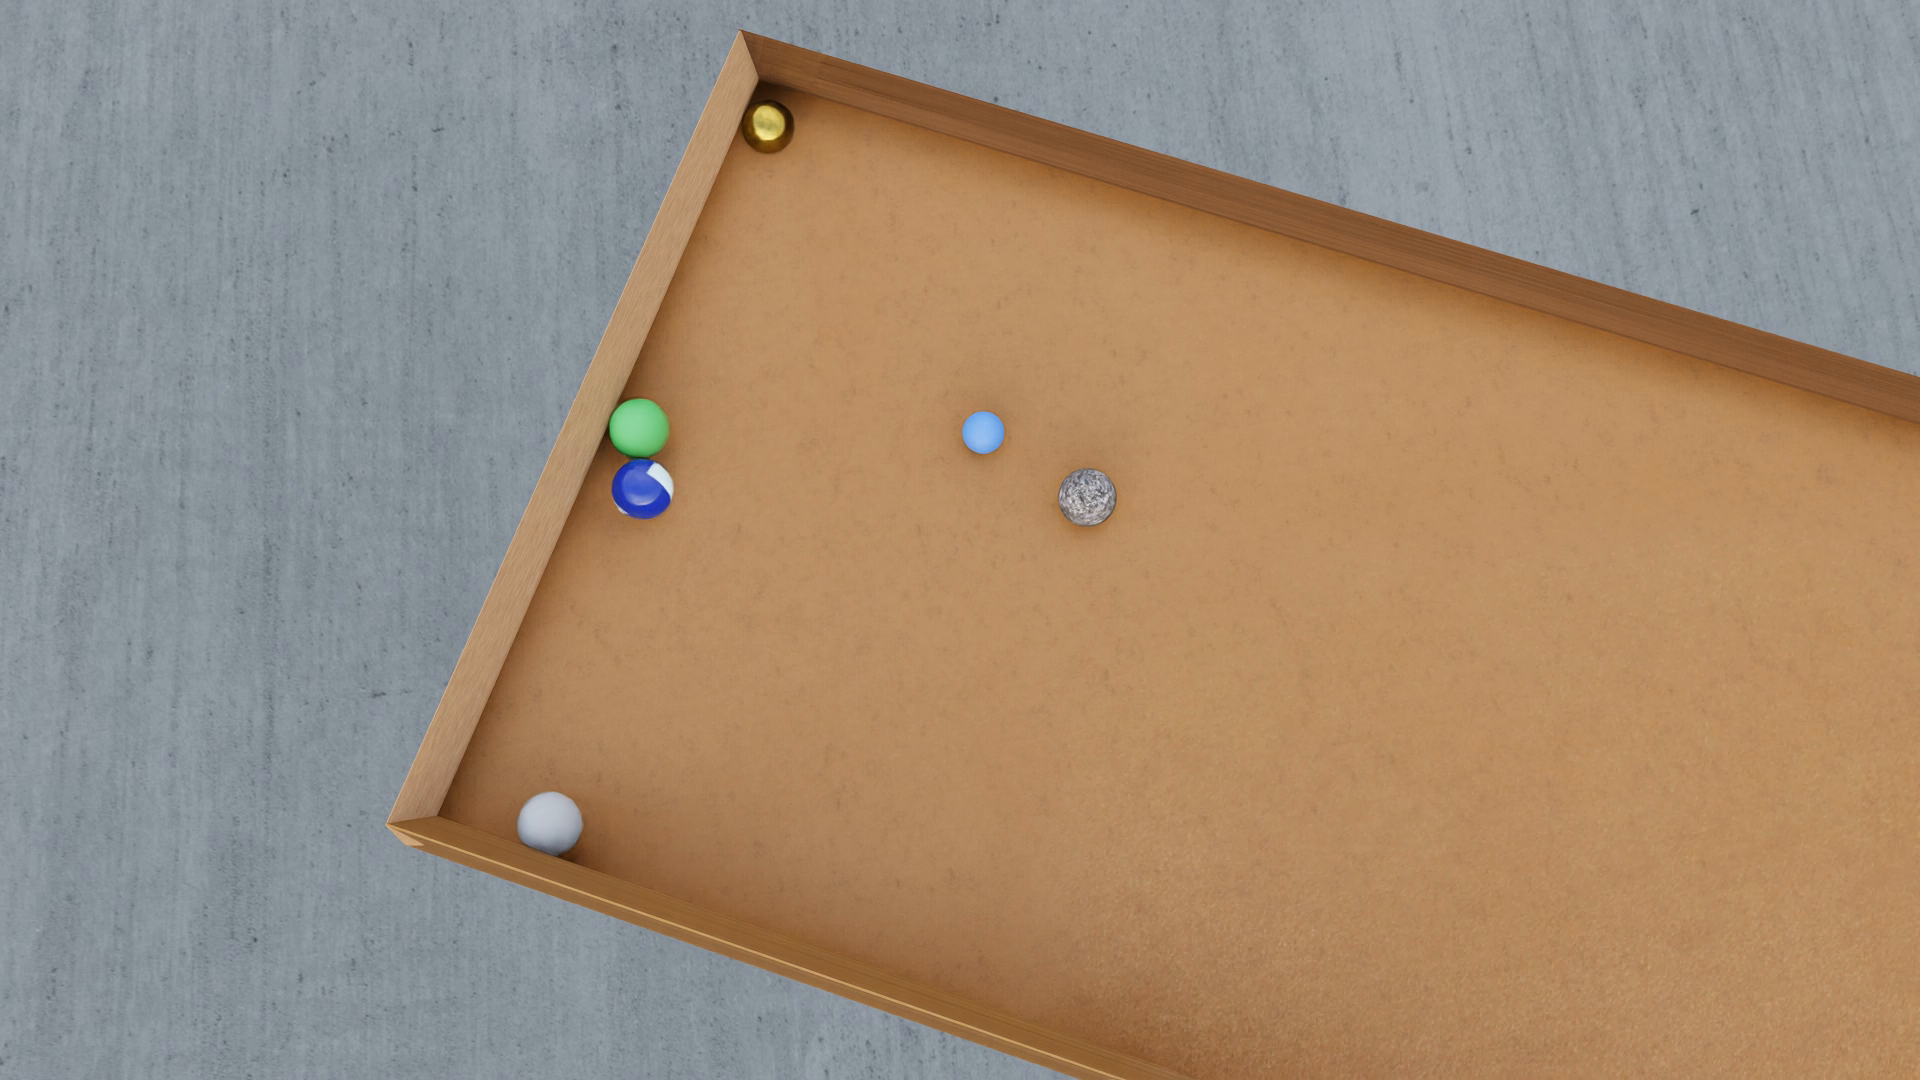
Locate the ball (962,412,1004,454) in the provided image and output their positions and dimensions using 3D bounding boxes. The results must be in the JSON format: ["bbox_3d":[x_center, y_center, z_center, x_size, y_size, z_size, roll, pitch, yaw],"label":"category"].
[{"bbox_3d":[0.038,-0.173,3.532,0.068,0.068,0.068,0,69,0],"label":"ball"}]

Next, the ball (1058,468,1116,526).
[{"bbox_3d":[0.202,-0.067,3.479,0.093,0.093,0.093,0,69,0],"label":"ball"}]

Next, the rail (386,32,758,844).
[{"bbox_3d":[-0.582,-0.193,3.508,0.045,0.126,1.445,18,70,7],"label":"rail"}]

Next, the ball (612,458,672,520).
[{"bbox_3d":[-0.503,-0.080,3.481,0.097,0.097,0.097,0,69,0],"label":"ball"}]

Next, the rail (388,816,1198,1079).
[{"bbox_3d":[0.378,0.804,3.125,2.557,0.126,0.045,18,70,7],"label":"rail"}]

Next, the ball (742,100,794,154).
[{"bbox_3d":[-0.325,-0.700,3.723,0.091,0.091,0.091,0,69,0],"label":"ball"}]

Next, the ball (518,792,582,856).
[{"bbox_3d":[-0.613,0.425,3.288,0.096,0.096,0.096,0,69,0],"label":"ball"}]

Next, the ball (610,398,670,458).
[{"bbox_3d":[-0.512,-0.178,3.519,0.097,0.097,0.097,0,69,0],"label":"ball"}]

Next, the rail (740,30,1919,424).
[{"bbox_3d":[0.831,-0.430,3.599,2.557,0.126,0.045,18,70,7],"label":"rail"}]
